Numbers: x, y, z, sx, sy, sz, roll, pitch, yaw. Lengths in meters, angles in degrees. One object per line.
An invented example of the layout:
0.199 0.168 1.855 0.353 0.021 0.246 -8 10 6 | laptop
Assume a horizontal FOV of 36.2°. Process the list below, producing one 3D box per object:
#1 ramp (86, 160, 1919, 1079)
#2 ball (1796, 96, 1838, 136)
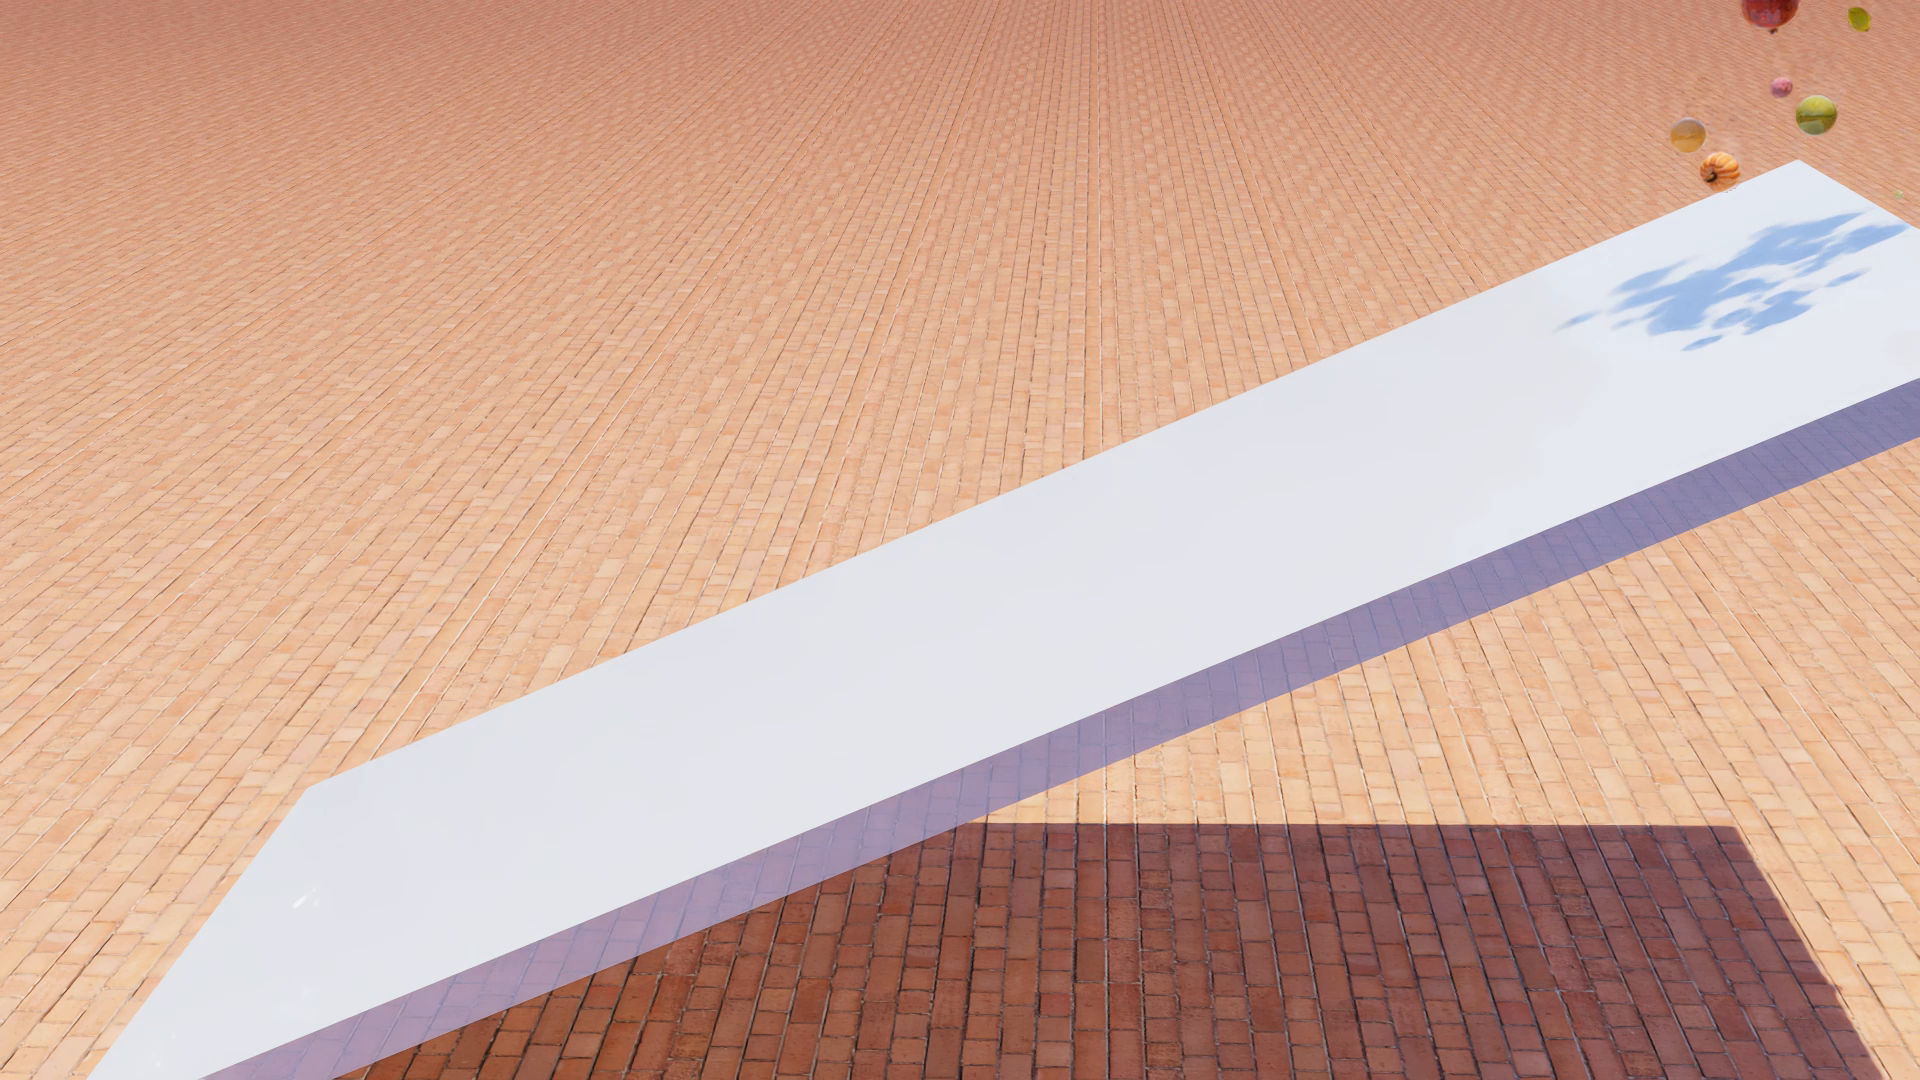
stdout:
0.132 0.170 6.284 4.000 0.100 2.000 -23 13 8 | ramp
1.757 -0.871 6.036 0.084 0.084 0.084 0 15 0 | ball
